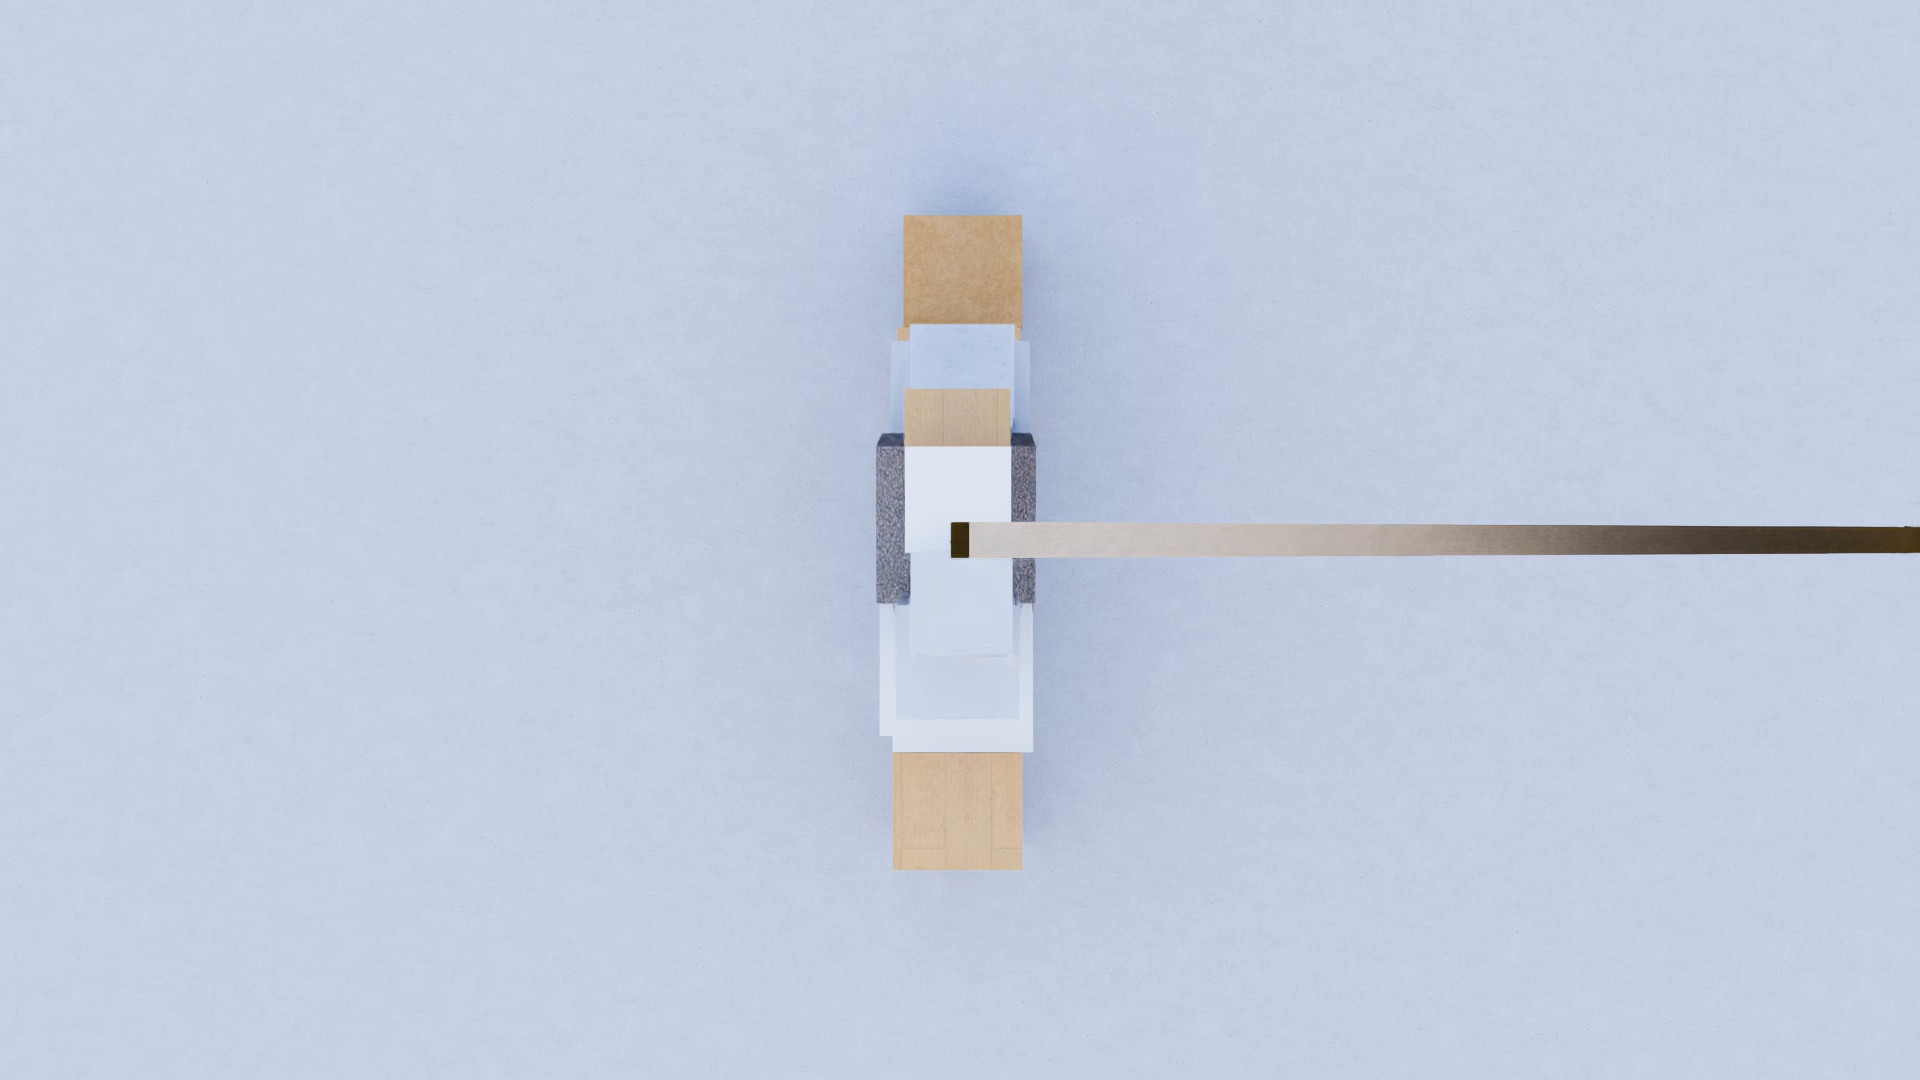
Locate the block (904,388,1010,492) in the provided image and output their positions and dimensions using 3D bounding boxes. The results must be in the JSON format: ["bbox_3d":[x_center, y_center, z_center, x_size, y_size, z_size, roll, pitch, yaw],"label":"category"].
[{"bbox_3d":[-0.012,-0.460,10.264,0.485,0.485,0.470,0,91,0],"label":"block"}]

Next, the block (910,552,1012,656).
[{"bbox_3d":[0.006,0.294,9.808,0.444,0.469,0.442,0,85,0],"label":"block"}]

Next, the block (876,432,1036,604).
[{"bbox_3d":[-0.019,-0.125,10.947,0.766,0.787,0.760,0,98,0],"label":"block"}]

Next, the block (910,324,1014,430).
[{"bbox_3d":[0.013,-0.811,11.069,0.511,0.553,0.459,0,86,0],"label":"block"}]

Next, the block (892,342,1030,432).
[{"bbox_3d":[0.002,-0.663,11.735,0.711,0.795,0.665,0,85,0],"label":"block"}]

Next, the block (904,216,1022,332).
[{"bbox_3d":[0.017,-1.516,12.696,0.671,0.608,0.630,0,90,0],"label":"block"}]

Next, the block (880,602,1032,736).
[{"bbox_3d":[-0.020,0.622,11.170,0.750,0.711,0.683,0,90,0],"label":"block"}]

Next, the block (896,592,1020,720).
[{"bbox_3d":[-0.010,0.537,10.345,0.567,0.560,0.525,0,95,0],"label":"block"}]

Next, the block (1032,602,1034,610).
[{"bbox_3d":[-0.017,-0.022,12.558,0.846,0.885,0.821,0,90,0],"label":"block"}]

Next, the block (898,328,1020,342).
[{"bbox_3d":[-0.005,-0.816,12.651,0.690,0.698,0.748,0,90,0],"label":"block"}]

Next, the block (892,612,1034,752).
[{"bbox_3d":[0.016,0.784,12.558,0.774,0.883,0.771,0,90,0],"label":"block"}]

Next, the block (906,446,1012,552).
[{"bbox_3d":[-0.008,-0.178,9.808,0.463,0.432,0.462,0,91,0],"label":"block"}]

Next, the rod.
[{"bbox_3d":[2.212,0.000,6.269,5.200,0.080,0.080,0,90,-32],"label":"rod"}]

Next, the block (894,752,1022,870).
[{"bbox_3d":[-0.012,1.505,12.595,0.717,0.810,0.651,0,90,0],"label":"block"}]
